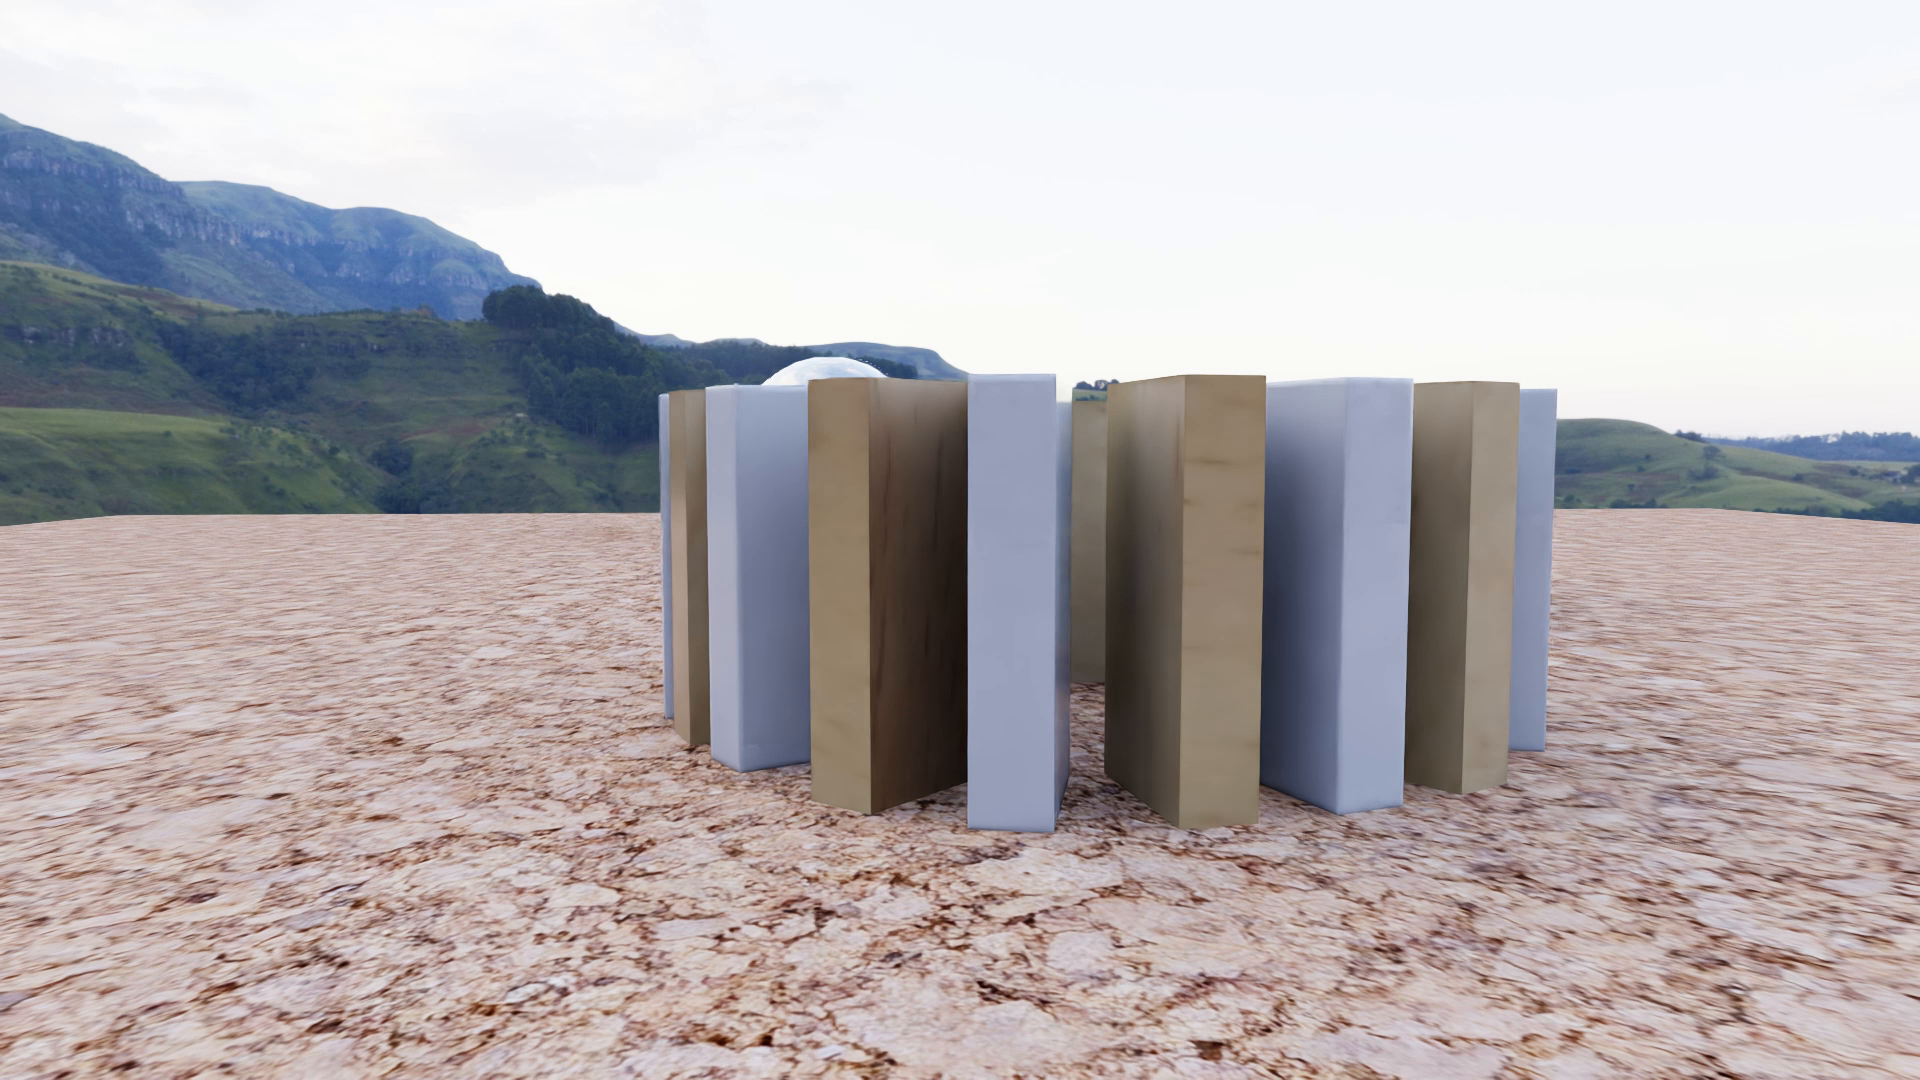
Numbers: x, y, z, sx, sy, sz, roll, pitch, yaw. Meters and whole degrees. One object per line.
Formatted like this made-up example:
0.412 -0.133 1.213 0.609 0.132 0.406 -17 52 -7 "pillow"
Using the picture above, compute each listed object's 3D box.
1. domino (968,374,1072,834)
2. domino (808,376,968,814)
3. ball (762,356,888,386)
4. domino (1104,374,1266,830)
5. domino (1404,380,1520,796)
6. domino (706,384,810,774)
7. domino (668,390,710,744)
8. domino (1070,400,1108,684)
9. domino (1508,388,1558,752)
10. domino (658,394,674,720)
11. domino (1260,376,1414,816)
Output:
0.007 0.006 0.151 0.010 0.050 0.025 1 4 9 "domino"
-0.006 0.006 0.158 0.009 0.050 0.025 3 5 38 "domino"
-0.056 -0.039 0.556 0.080 0.080 0.080 0 4 0 "ball"
0.026 0.006 0.153 0.010 0.050 0.025 -1 4 -13 "domino"
0.058 0.005 0.167 0.009 0.050 0.025 -3 5 -35 "domino"
-0.021 0.004 0.175 0.025 0.050 0.009 -3 5 -34 "domino"
-0.029 0.003 0.189 0.025 0.050 0.009 -2 5 -26 "domino"
0.019 0.000 0.239 0.009 0.050 0.025 -1 4 -11 "domino"
0.070 0.004 0.183 0.025 0.050 0.010 1 4 12 "domino"
-0.035 0.002 0.204 0.025 0.050 0.009 -1 4 -15 "domino"
0.043 0.006 0.159 0.009 0.050 0.025 -2 5 -23 "domino"
